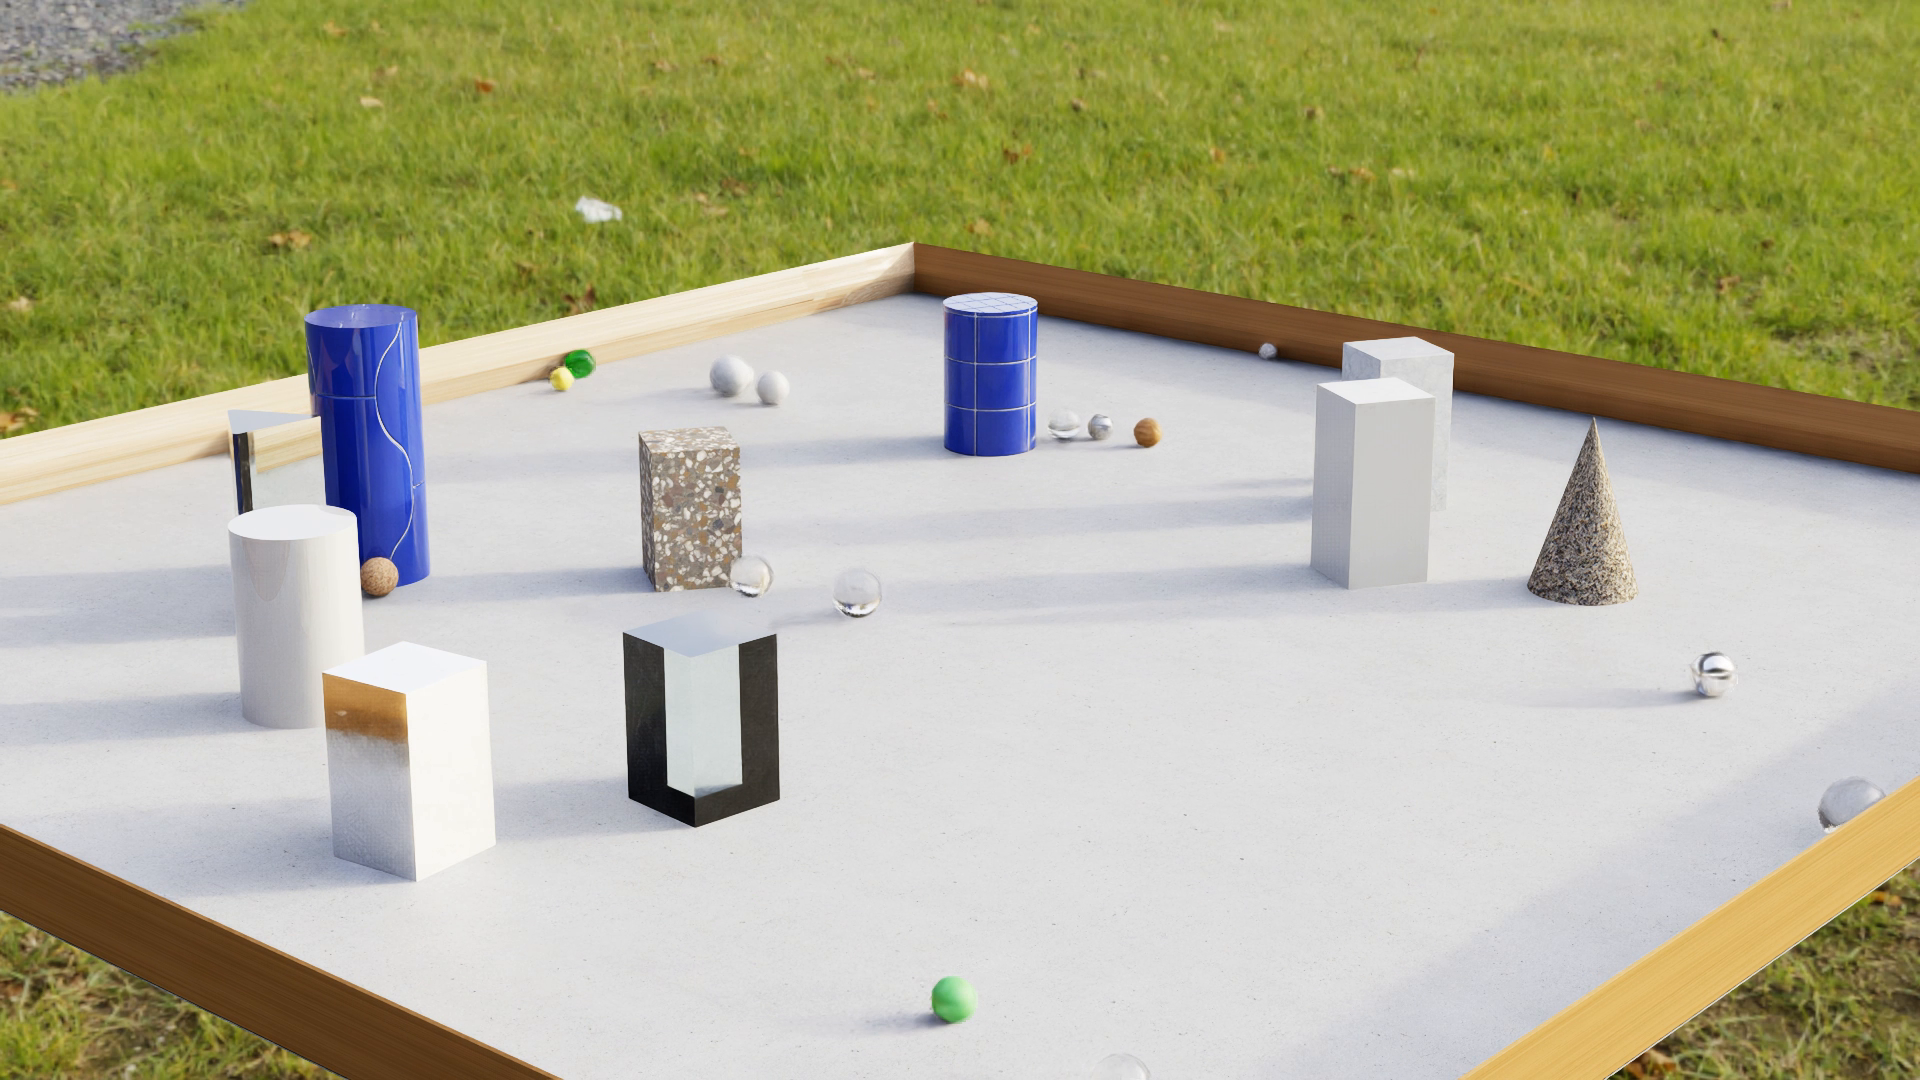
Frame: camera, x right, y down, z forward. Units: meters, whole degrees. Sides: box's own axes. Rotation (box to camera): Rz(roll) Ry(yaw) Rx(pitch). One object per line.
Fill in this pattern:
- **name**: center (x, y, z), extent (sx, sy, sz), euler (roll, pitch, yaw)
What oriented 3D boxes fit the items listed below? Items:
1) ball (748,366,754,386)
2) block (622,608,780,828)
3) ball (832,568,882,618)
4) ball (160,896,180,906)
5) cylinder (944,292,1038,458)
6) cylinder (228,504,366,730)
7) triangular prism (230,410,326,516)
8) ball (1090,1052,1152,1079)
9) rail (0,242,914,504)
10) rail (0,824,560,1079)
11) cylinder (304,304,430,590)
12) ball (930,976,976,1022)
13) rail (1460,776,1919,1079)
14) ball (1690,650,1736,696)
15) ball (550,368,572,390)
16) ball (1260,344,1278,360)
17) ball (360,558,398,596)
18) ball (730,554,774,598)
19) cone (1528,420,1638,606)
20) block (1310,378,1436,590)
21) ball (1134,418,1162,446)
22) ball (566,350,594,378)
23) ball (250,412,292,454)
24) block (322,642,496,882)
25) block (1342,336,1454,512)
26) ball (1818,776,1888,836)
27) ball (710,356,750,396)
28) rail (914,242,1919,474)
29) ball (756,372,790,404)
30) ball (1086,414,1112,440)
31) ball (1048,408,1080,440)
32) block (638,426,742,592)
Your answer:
- **ball**: center (-0.487, -0.366, 6.566), extent (0.053, 0.053, 0.053), euler (0, 17, 0)
- **block**: center (-0.368, 0.251, 4.176), extent (0.155, 0.252, 0.155), euler (-15, 22, -41)
- **ball**: center (-0.175, 0.090, 4.998), extent (0.086, 0.086, 0.086), euler (0, 17, 0)
- **ball**: center (-1.016, 0.486, 3.717), extent (0.069, 0.069, 0.069), euler (0, 17, 0)
- **cylinder**: center (0.062, -0.343, 6.058), extent (0.193, 0.302, 0.193), euler (0, 17, 0)
- **cylinder**: center (-1.023, 0.117, 4.535), extent (0.193, 0.302, 0.193), euler (0, 17, 0)
- **triangular prism**: center (-1.186, -0.039, 4.973), extent (0.145, 0.349, 0.167), euler (16, 23, 42)
- **ball**: center (0.181, 0.612, 3.295), extent (0.071, 0.071, 0.071), euler (0, 17, 0)
- **rail**: center (-1.315, -0.298, 6.214), extent (0.045, 0.126, 3.700), euler (14, 22, 39)
- **rail**: center (-1.197, 0.430, 3.800), extent (3.531, 0.126, 0.045), euler (14, 22, 39)
- **cylinder**: center (-1.045, -0.166, 5.180), extent (0.193, 0.471, 0.193), euler (0, 17, 0)
- **ball**: center (-0.008, 0.551, 3.524), extent (0.055, 0.055, 0.055), euler (0, 17, 0)
- **rail**: center (1.315, 0.361, 4.027), extent (0.045, 0.126, 3.700), euler (14, 22, 39)
- **ball**: center (1.187, 0.210, 4.624), extent (0.072, 0.072, 0.072), euler (0, 17, 0)
- **ball**: center (-0.890, -0.359, 6.546), extent (0.050, 0.050, 0.050), euler (0, 17, 0)
- **ball**: center (0.719, -0.438, 6.827), extent (0.040, 0.040, 0.040), euler (0, 17, 0)
- **ball**: center (-1.014, 0.064, 5.117), extent (0.068, 0.068, 0.068), euler (0, 17, 0)
- **ball**: center (-0.363, 0.062, 5.109), extent (0.075, 0.075, 0.075), euler (0, 17, 0)
- **cone**: center (1.096, -0.064, 5.116), extent (0.193, 0.313, 0.193), euler (0, 17, 0)
- **block**: center (0.731, -0.102, 5.199), extent (0.155, 0.337, 0.155), euler (-6, 18, -18)
- **ball**: center (0.391, -0.224, 6.083), extent (0.060, 0.060, 0.060), euler (0, 17, 0)
- **ball**: center (-0.863, -0.400, 6.659), extent (0.065, 0.065, 0.065), euler (0, 17, 0)
- **ball**: center (-1.415, -0.218, 6.019), extent (0.086, 0.086, 0.086), euler (0, 17, 0)
- **block**: center (-0.749, 0.299, 3.991), extent (0.155, 0.268, 0.155), euler (11, 20, 32)
- **block**: center (0.835, -0.218, 5.632), extent (0.155, 0.309, 0.155), euler (-6, 18, -19)
- **ball**: center (1.232, 0.374, 4.040), extent (0.096, 0.096, 0.096), euler (0, 17, 0)
- **ball**: center (-0.509, -0.362, 6.490), extent (0.089, 0.089, 0.089), euler (0, 17, 0)
- **rail**: center (1.197, -0.367, 6.441), extent (3.531, 0.126, 0.045), euler (14, 22, 39)
- **ball**: center (-0.409, -0.332, 6.420), extent (0.073, 0.073, 0.073), euler (0, 17, 0)
- **ball**: center (0.292, -0.238, 6.141), extent (0.054, 0.054, 0.054), euler (0, 17, 0)
- **ball**: center (0.218, -0.243, 6.130), extent (0.069, 0.069, 0.069), euler (0, 17, 0)
- **block**: center (-0.478, -0.056, 5.194), extent (0.155, 0.253, 0.155), euler (-4, 17, -14)
